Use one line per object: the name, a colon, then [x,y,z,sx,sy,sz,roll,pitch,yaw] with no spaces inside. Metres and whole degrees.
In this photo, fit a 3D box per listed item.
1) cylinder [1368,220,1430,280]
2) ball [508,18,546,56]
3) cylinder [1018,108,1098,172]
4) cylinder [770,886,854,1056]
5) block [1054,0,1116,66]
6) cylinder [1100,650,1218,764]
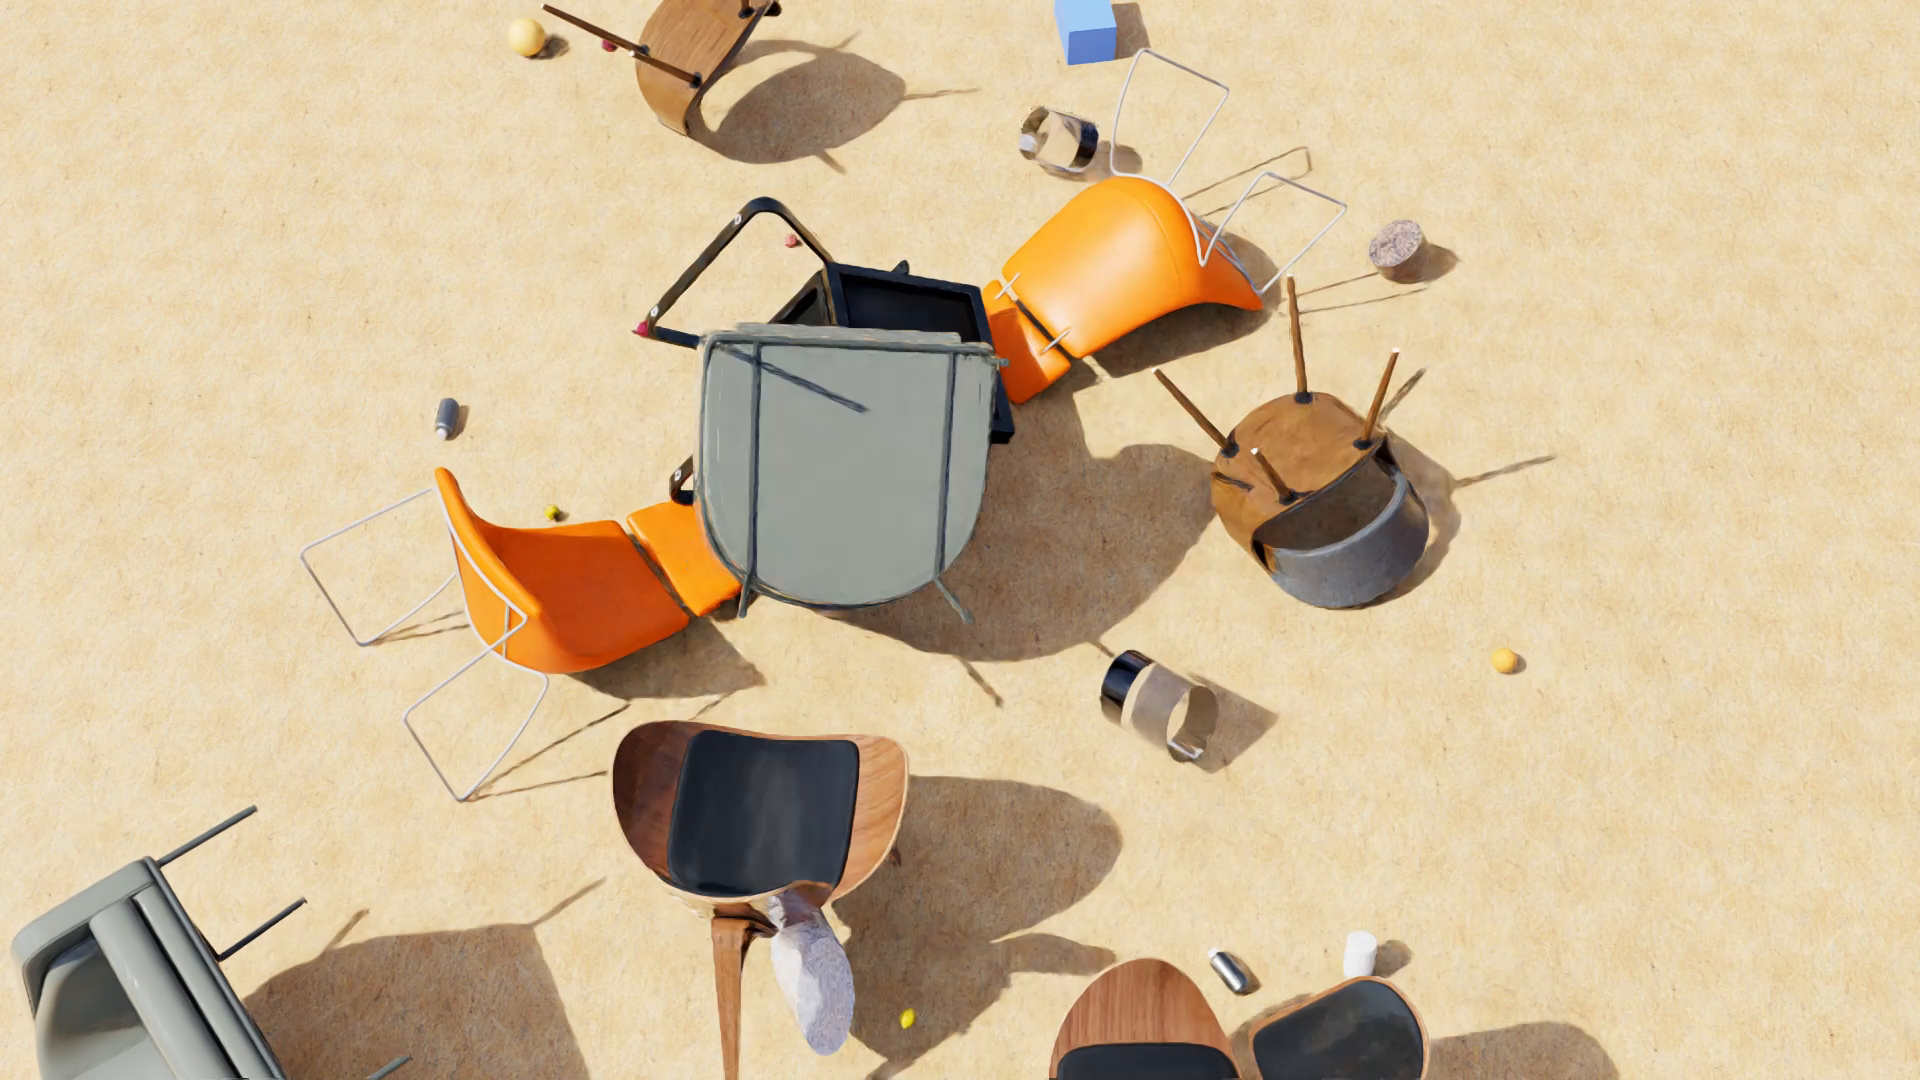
cylinder: [1.415,-0.935,7.085,0.186,0.094,0.148,-40,58,8]
ball: [-1.512,-1.756,7.674,0.129,0.129,0.129,0,56,0]
cylinder: [0.326,-1.328,7.305,0.179,0.226,0.177,11,90,-25]
cylinder: [-0.376,1.086,5.563,0.146,0.329,0.296,-6,19,-16]
block: [0.437,-1.821,7.701,0.166,0.158,0.265,-8,56,-5]
cylinder: [0.549,0.459,6.073,0.247,0.258,0.206,28,61,39]
